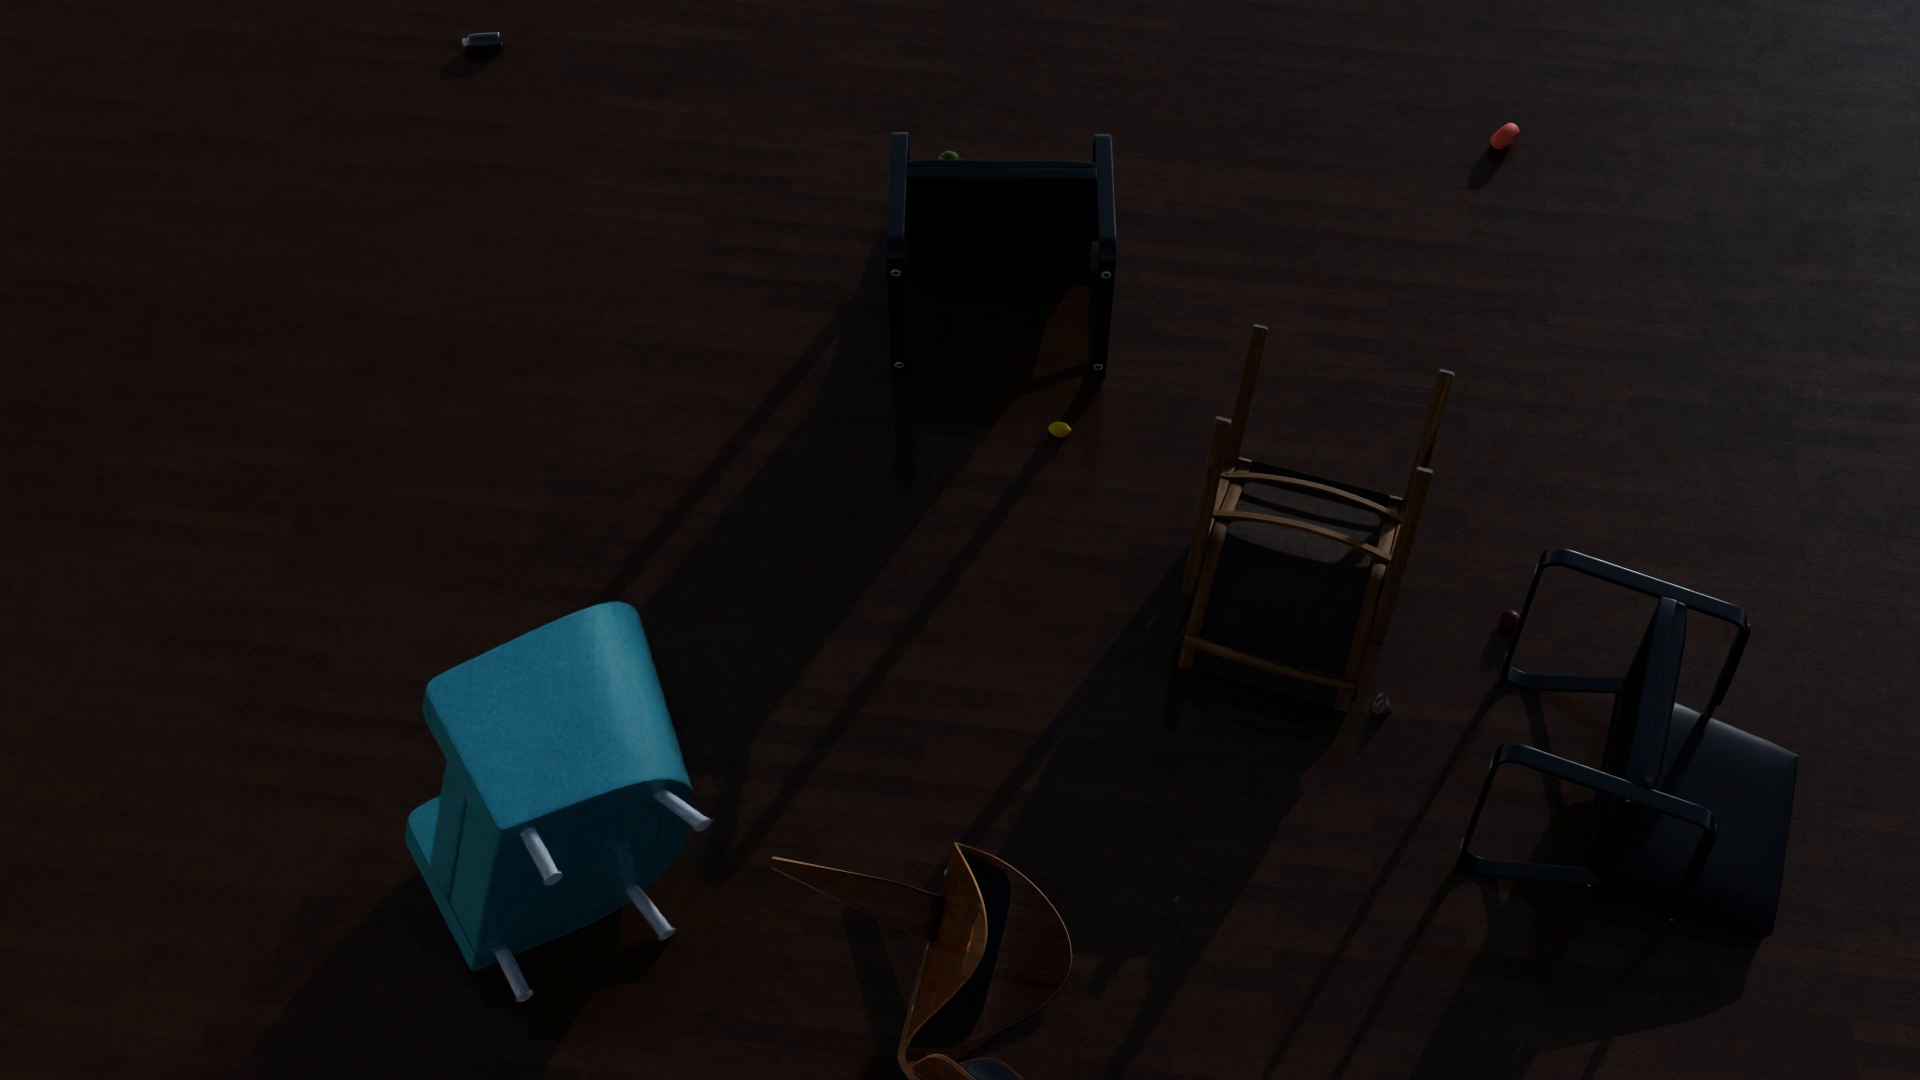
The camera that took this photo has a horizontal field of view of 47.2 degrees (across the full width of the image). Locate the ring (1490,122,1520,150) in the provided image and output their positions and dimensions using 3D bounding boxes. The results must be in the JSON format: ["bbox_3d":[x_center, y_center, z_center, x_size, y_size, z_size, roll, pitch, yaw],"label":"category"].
[{"bbox_3d":[1.845,-1.367,7.447,0.111,0.078,0.052,-38,79,-12],"label":"ring"}]
